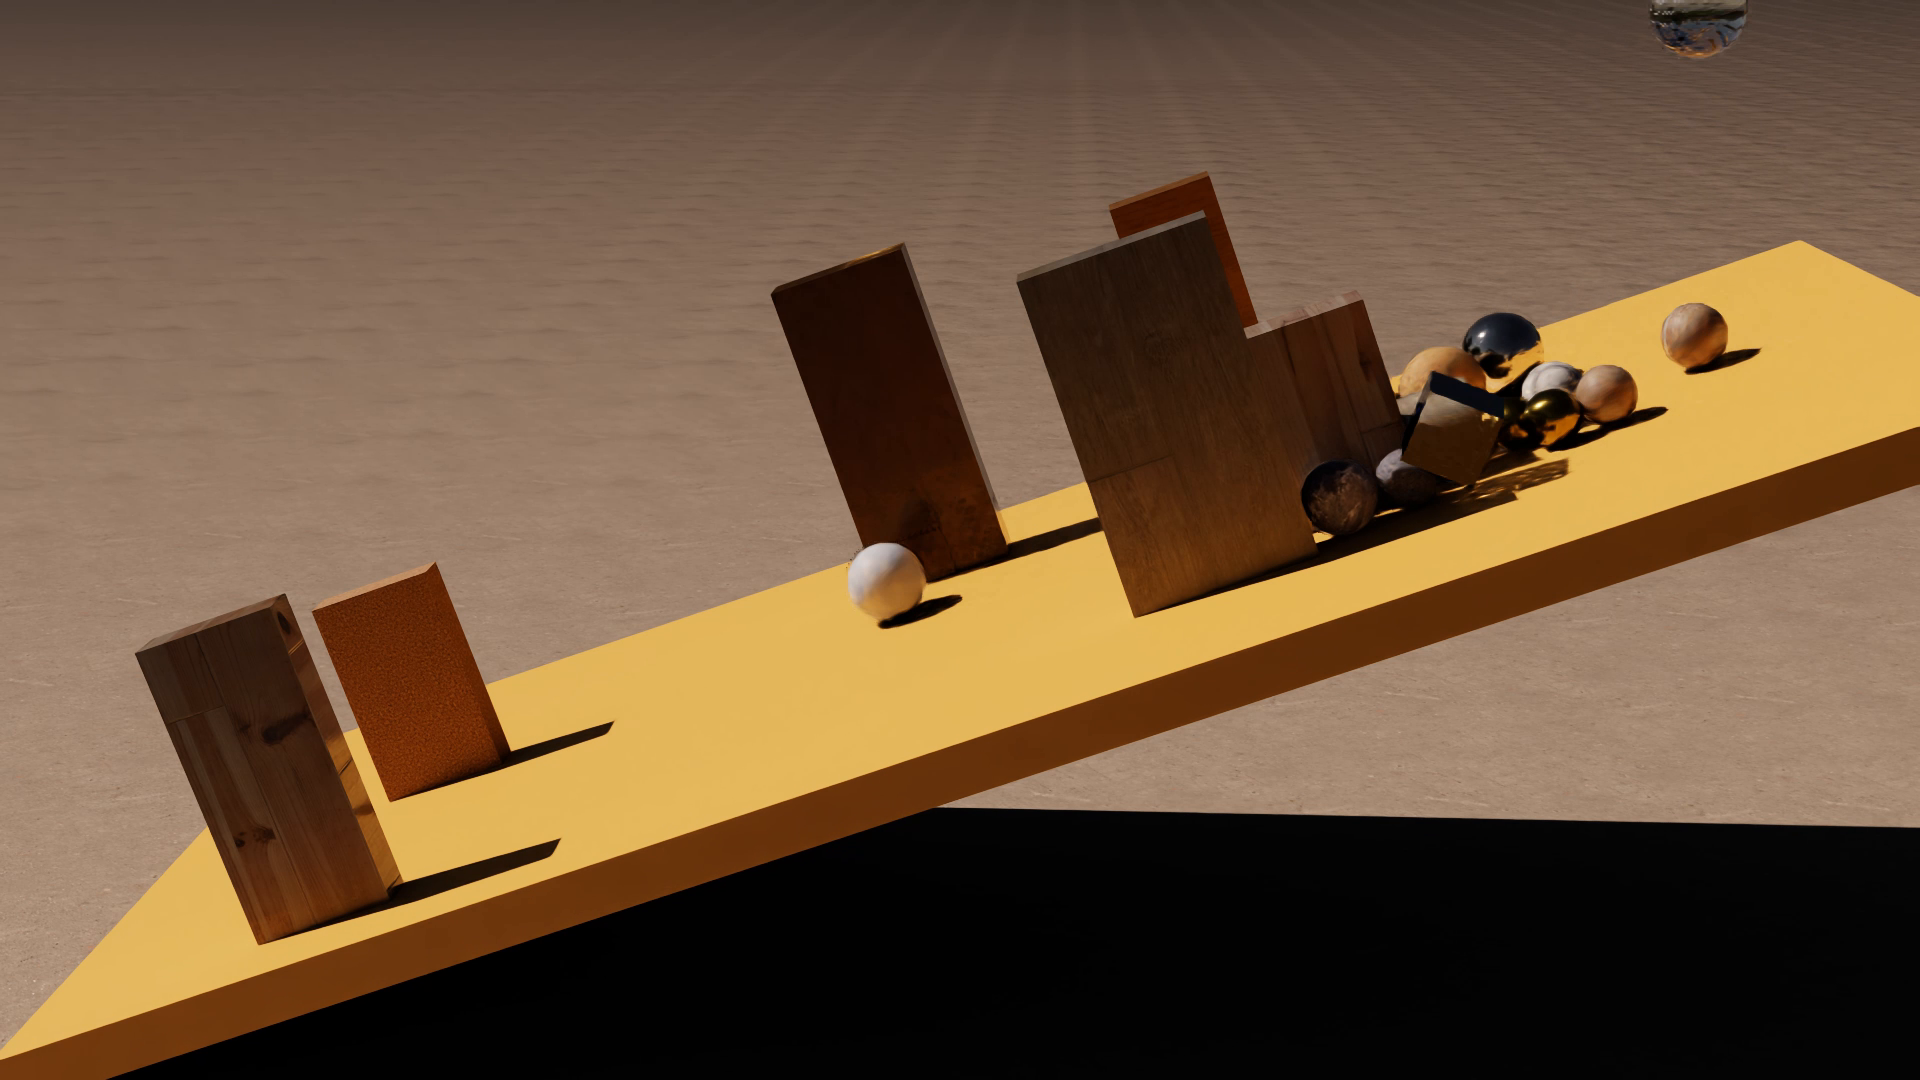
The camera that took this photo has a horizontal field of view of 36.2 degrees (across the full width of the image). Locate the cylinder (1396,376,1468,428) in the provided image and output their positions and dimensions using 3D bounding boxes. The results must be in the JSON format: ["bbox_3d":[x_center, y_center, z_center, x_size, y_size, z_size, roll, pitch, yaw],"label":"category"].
[{"bbox_3d":[0.986,-0.236,6.088,0.162,0.162,0.162,-20,14,-3],"label":"cylinder"}]

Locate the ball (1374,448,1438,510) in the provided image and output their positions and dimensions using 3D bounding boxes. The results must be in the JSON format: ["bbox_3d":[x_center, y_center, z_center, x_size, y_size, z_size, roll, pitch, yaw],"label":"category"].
[{"bbox_3d":[0.882,-0.120,5.818,0.122,0.122,0.122,0,12,0],"label":"ball"}]

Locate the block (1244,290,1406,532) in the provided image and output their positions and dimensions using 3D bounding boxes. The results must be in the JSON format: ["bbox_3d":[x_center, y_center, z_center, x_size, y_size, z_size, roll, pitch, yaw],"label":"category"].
[{"bbox_3d":[0.700,-0.243,5.959,0.363,0.416,0.141,-19,11,6],"label":"block"}]

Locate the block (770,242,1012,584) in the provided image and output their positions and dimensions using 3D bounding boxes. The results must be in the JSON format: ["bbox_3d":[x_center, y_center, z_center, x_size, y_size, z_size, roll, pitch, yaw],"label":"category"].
[{"bbox_3d":[-0.153,-0.273,6.735,0.312,0.743,0.135,-19,11,6],"label":"block"}]

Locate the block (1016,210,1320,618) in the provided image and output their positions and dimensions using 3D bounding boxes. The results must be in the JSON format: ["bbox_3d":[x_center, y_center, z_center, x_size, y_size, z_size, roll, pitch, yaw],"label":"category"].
[{"bbox_3d":[0.406,-0.243,5.729,0.381,0.700,0.121,-19,11,6],"label":"block"}]

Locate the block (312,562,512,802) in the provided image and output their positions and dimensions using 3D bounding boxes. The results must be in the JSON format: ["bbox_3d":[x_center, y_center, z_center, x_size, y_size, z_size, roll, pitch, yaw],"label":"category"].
[{"bbox_3d":[-1.207,0.313,6.486,0.269,0.460,0.106,-19,11,6],"label":"block"}]

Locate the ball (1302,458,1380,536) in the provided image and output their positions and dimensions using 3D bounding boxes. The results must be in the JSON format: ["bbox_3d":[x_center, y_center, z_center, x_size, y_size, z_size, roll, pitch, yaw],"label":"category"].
[{"bbox_3d":[0.751,-0.085,5.797,0.154,0.154,0.154,0,12,0],"label":"ball"}]

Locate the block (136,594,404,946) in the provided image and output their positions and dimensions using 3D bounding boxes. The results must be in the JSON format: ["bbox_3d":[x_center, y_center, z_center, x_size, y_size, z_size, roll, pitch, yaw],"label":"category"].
[{"bbox_3d":[-1.324,0.442,5.658,0.278,0.616,0.113,-19,11,6],"label":"block"}]

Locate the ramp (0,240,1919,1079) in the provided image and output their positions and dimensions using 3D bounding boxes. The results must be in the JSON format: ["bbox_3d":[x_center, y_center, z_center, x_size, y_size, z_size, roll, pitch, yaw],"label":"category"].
[{"bbox_3d":[0.111,0.179,6.301,4.000,0.100,2.000,-19,11,6],"label":"ramp"}]

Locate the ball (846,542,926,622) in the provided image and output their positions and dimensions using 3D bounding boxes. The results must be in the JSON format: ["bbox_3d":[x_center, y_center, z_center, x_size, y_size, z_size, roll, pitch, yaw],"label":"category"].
[{"bbox_3d":[-0.162,0.092,6.481,0.174,0.174,0.174,0,12,0],"label":"ball"}]

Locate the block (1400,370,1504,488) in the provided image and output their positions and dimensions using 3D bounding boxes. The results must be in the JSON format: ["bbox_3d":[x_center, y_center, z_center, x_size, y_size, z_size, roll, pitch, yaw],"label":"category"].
[{"bbox_3d":[0.962,-0.217,5.746,0.151,0.151,0.151,21,21,2],"label":"block"}]

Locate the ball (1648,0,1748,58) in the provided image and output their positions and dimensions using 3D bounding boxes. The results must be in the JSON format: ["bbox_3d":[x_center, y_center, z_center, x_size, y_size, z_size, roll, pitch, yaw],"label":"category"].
[{"bbox_3d":[1.479,-1.062,5.893,0.193,0.193,0.193,0,12,0],"label":"ball"}]

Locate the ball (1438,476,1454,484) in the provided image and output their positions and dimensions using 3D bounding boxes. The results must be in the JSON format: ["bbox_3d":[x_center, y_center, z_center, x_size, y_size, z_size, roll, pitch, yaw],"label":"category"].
[{"bbox_3d":[0.973,-0.169,5.919,0.113,0.113,0.113,0,12,0],"label":"ball"}]

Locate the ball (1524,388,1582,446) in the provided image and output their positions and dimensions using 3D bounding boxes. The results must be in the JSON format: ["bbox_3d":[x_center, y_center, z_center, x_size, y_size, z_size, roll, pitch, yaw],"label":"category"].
[{"bbox_3d":[1.189,-0.245,5.897,0.116,0.116,0.116,0,12,0],"label":"ball"}]

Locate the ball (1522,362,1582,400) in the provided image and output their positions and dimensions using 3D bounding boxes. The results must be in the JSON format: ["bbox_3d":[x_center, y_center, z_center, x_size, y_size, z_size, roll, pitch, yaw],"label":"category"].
[{"bbox_3d":[1.221,-0.300,6.043,0.134,0.134,0.134,0,12,0],"label":"ball"}]

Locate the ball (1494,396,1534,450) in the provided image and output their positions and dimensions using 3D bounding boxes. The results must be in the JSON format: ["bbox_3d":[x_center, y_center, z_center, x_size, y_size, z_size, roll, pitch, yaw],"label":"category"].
[{"bbox_3d":[1.127,-0.238,5.992,0.111,0.111,0.111,0,12,0],"label":"ball"}]

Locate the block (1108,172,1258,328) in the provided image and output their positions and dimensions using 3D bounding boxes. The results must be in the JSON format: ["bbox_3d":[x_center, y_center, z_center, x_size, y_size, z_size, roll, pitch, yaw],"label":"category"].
[{"bbox_3d":[0.571,-0.519,6.929,0.243,0.642,0.126,-19,11,6],"label":"block"}]

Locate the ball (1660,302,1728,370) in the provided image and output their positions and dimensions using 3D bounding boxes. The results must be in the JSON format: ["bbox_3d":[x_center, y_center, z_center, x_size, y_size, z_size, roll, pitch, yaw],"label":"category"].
[{"bbox_3d":[1.528,-0.425,6.120,0.138,0.138,0.138,0,12,0],"label":"ball"}]

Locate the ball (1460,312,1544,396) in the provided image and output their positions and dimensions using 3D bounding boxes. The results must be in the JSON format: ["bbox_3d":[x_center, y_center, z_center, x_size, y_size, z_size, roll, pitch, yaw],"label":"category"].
[{"bbox_3d":[1.201,-0.412,6.513,0.183,0.183,0.183,0,12,0],"label":"ball"}]

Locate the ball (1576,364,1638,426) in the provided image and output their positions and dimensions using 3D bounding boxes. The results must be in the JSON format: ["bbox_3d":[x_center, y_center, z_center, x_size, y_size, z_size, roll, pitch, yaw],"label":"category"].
[{"bbox_3d":[1.299,-0.291,5.908,0.123,0.123,0.123,0,12,0],"label":"ball"}]

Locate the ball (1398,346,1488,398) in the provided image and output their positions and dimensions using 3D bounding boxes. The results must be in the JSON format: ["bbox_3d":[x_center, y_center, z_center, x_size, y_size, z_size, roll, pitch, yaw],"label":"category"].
[{"bbox_3d":[1.043,-0.325,6.353,0.189,0.189,0.189,0,12,0],"label":"ball"}]
